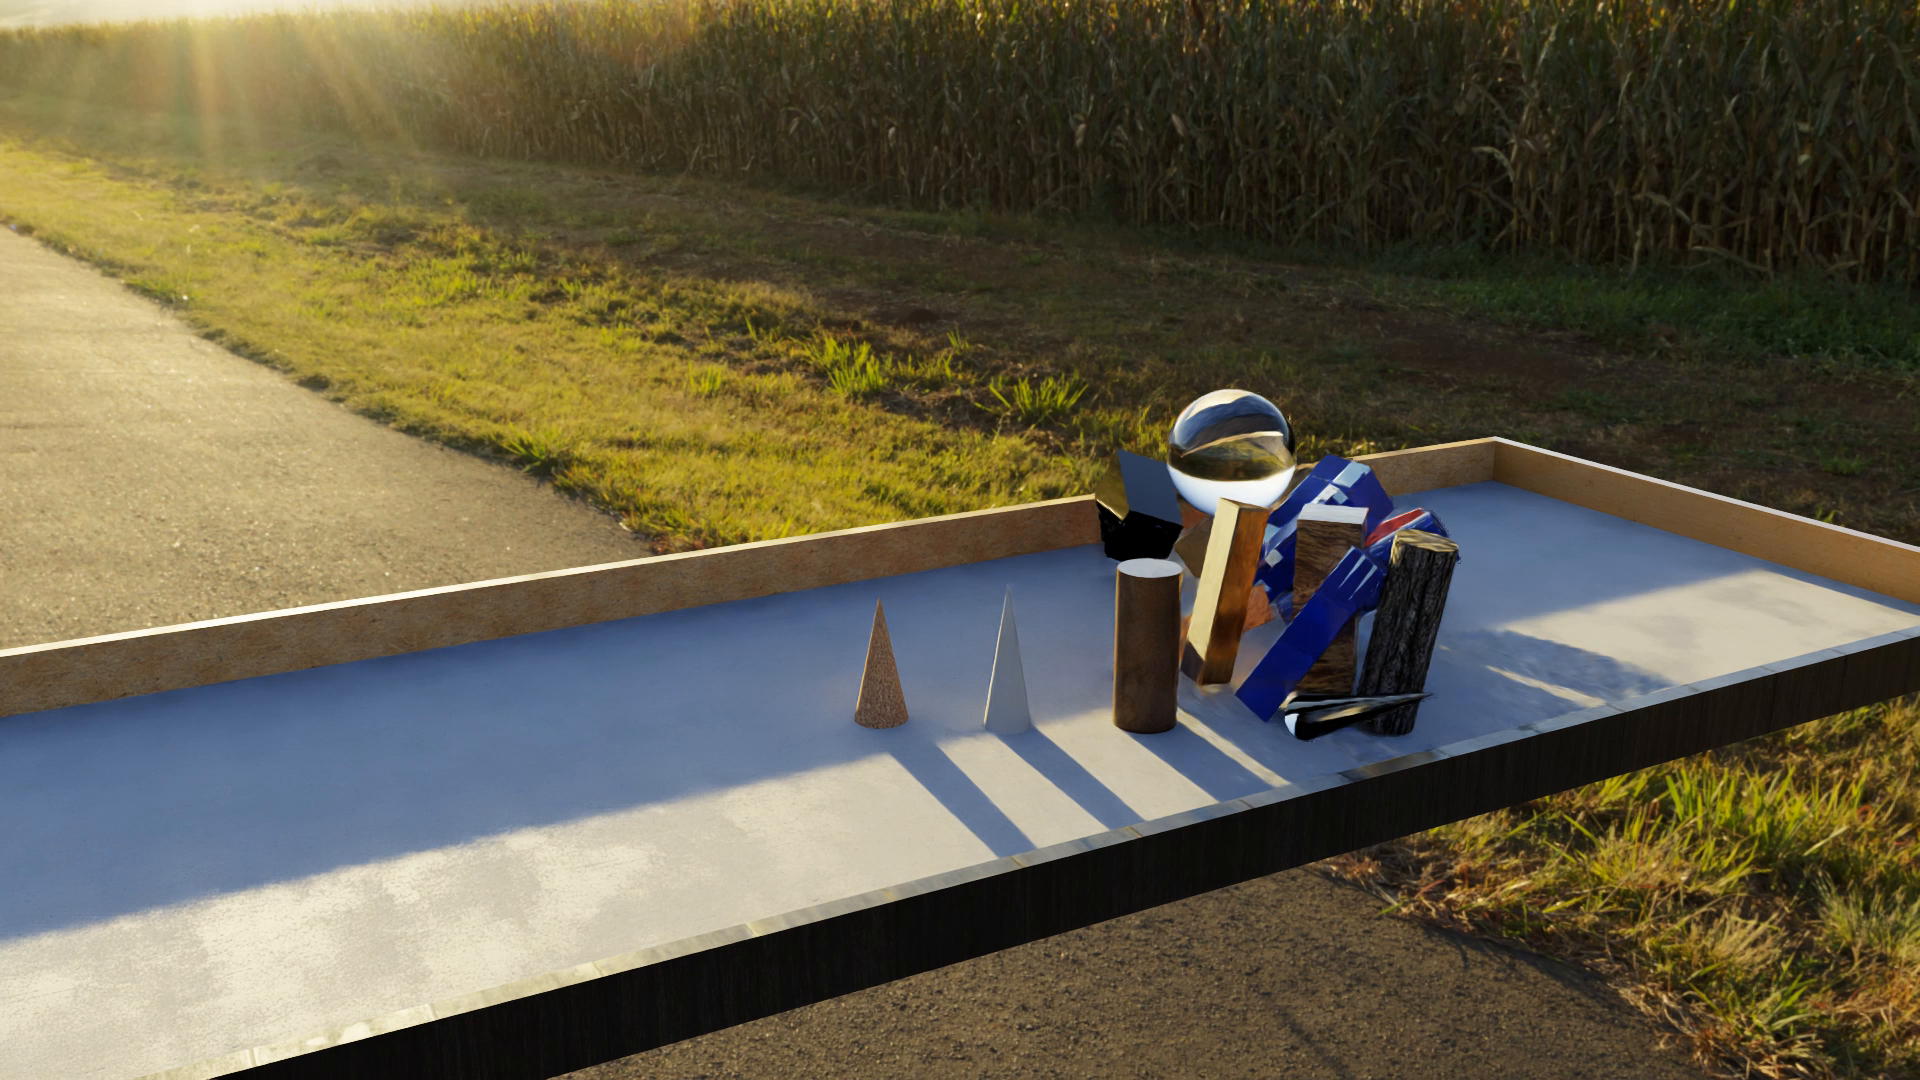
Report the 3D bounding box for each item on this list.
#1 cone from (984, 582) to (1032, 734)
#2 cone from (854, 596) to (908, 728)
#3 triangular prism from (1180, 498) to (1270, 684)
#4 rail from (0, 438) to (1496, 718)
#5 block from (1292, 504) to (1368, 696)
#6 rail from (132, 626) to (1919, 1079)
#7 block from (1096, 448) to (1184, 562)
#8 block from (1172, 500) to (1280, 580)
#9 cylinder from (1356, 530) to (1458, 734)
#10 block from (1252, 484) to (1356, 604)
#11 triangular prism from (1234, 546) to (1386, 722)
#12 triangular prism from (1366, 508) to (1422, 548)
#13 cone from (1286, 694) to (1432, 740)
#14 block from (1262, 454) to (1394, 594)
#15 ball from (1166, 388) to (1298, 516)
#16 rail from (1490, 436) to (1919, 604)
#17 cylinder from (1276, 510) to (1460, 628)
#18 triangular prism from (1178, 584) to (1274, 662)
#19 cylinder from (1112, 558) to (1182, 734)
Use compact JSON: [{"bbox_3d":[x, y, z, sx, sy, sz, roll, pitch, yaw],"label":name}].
[{"bbox_3d":[0.111,0.262,3.826,0.113,0.358,0.113,0,16,0],"label":"cone"},{"bbox_3d":[-0.187,0.274,3.871,0.128,0.311,0.128,0,16,0],"label":"cone"},{"bbox_3d":[0.638,0.125,4.092,0.126,0.450,0.109,2,13,-46],"label":"triangular prism"},{"bbox_3d":[-3.305,0.497,3.399,12.000,0.150,0.050,-9,18,-27],"label":"rail"},{"bbox_3d":[0.907,0.147,4.072,0.153,0.441,0.153,5,17,17],"label":"block"},{"bbox_3d":[-2.336,1.006,1.665,12.000,0.150,0.050,-9,18,-27],"label":"rail"},{"bbox_3d":[0.552,-0.096,5.107,0.178,0.178,0.363,16,32,-12],"label":"block"},{"bbox_3d":[0.805,-0.040,4.937,0.123,0.123,0.414,-37,-2,41],"label":"block"},{"bbox_3d":[1.023,0.213,3.799,0.142,0.453,0.142,8,19,-3],"label":"cylinder"},{"bbox_3d":[0.914,0.035,4.569,0.424,0.105,0.105,-43,8,4],"label":"block"},{"bbox_3d":[0.834,0.223,3.876,0.102,0.455,0.088,44,20,26],"label":"triangular prism"},{"bbox_3d":[1.222,0.012,4.942,0.370,0.095,0.110,-21,20,-6],"label":"triangular prism"},{"bbox_3d":[0.889,0.364,3.605,0.104,0.104,0.439,-9,-8,-29],"label":"cone"},{"bbox_3d":[1.043,-0.037,4.803,0.391,0.177,0.177,-46,31,-11],"label":"block"},{"bbox_3d":[0.778,-0.247,4.731,0.372,0.372,0.372,0,16,0],"label":"ball"},{"bbox_3d":[2.466,-0.048,5.253,0.050,0.150,2.100,-9,18,-27],"label":"rail"},{"bbox_3d":[1.061,0.106,4.305,0.459,0.149,0.149,-33,7,18],"label":"cylinder"},{"bbox_3d":[0.616,0.222,4.267,0.432,0.085,0.098,-21,35,-25],"label":"triangular prism"},{"bbox_3d":[0.435,0.246,3.842,0.150,0.380,0.150,0,16,0],"label":"cylinder"}]
